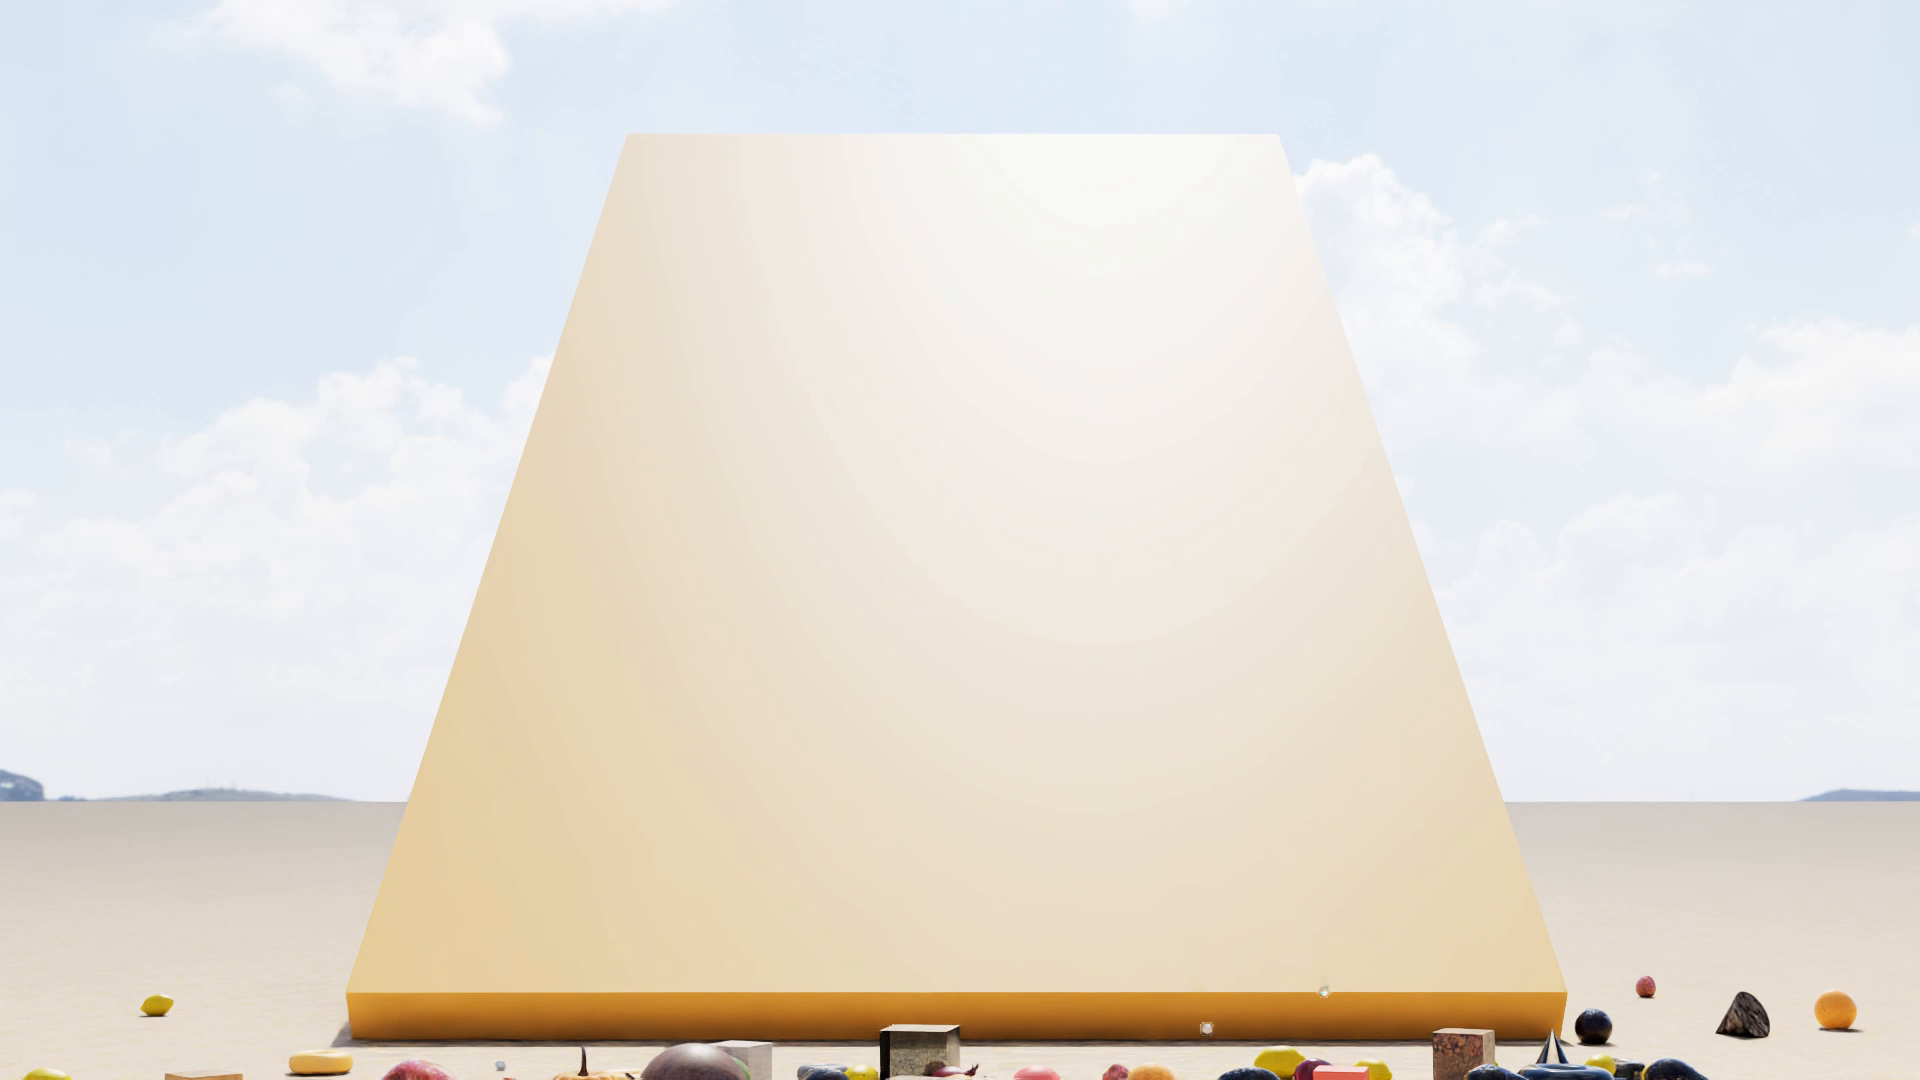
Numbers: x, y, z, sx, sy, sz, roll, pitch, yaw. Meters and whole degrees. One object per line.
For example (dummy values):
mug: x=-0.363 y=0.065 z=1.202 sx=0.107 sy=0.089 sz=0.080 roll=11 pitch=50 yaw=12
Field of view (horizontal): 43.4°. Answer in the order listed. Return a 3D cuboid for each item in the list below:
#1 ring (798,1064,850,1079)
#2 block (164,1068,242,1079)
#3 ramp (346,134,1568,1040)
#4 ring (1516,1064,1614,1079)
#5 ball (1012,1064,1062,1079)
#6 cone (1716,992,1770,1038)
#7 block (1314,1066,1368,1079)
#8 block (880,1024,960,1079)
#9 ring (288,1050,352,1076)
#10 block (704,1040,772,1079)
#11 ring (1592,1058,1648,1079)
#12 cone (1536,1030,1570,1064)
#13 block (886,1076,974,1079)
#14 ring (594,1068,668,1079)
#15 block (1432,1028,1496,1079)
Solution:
ring: x=-0.192 y=0.750 z=3.391 sx=0.075 sy=0.025 sz=0.075 roll=1 pitch=-7 yaw=0
block: x=-0.913 y=0.677 z=2.910 sx=0.068 sy=0.068 sz=0.068 roll=6 pitch=-8 yaw=-42
ramp: x=-0.013 y=-0.211 z=5.707 sx=2.000 sy=0.100 sz=4.000 roll=0 pitch=30 yaw=0
ring: x=0.803 y=0.721 z=3.200 sx=0.131 sy=0.044 sz=0.131 roll=1 pitch=-7 yaw=0
ball: x=0.095 y=0.684 z=2.980 sx=0.070 sy=0.070 sz=0.070 roll=0 pitch=-6 yaw=0
cone: x=1.302 y=0.814 z=4.061 sx=0.083 sy=0.083 sz=0.083 roll=5 pitch=-34 yaw=-38
block: x=0.475 y=0.690 z=3.003 sx=0.062 sy=0.062 sz=0.062 roll=-2 pitch=-6 yaw=15
block: x=-0.053 y=0.701 z=3.239 sx=0.090 sy=0.090 sz=0.090 roll=-1 pitch=-6 yaw=11
ring: x=-0.930 y=0.760 z=3.510 sx=0.092 sy=0.031 sz=0.092 roll=1 pitch=-7 yaw=0
block: x=-0.300 y=0.716 z=3.268 sx=0.066 sy=0.066 sz=0.066 roll=-3 pitch=-7 yaw=25
ring: x=0.938 y=0.754 z=3.436 sx=0.079 sy=0.026 sz=0.079 roll=1 pitch=-5 yaw=0
cone: x=0.838 y=0.728 z=3.410 sx=0.072 sy=0.072 sz=0.072 roll=0 pitch=-6 yaw=0
block: x=-0.040 y=0.631 z=2.593 sx=0.094 sy=0.094 sz=0.094 roll=-3 pitch=-7 yaw=23
ring: x=-0.439 y=0.727 z=3.222 sx=0.105 sy=0.035 sz=0.105 roll=1 pitch=-6 yaw=0
block: x=0.709 y=0.727 z=3.395 sx=0.071 sy=0.071 sz=0.071 roll=-3 pitch=-7 yaw=25
